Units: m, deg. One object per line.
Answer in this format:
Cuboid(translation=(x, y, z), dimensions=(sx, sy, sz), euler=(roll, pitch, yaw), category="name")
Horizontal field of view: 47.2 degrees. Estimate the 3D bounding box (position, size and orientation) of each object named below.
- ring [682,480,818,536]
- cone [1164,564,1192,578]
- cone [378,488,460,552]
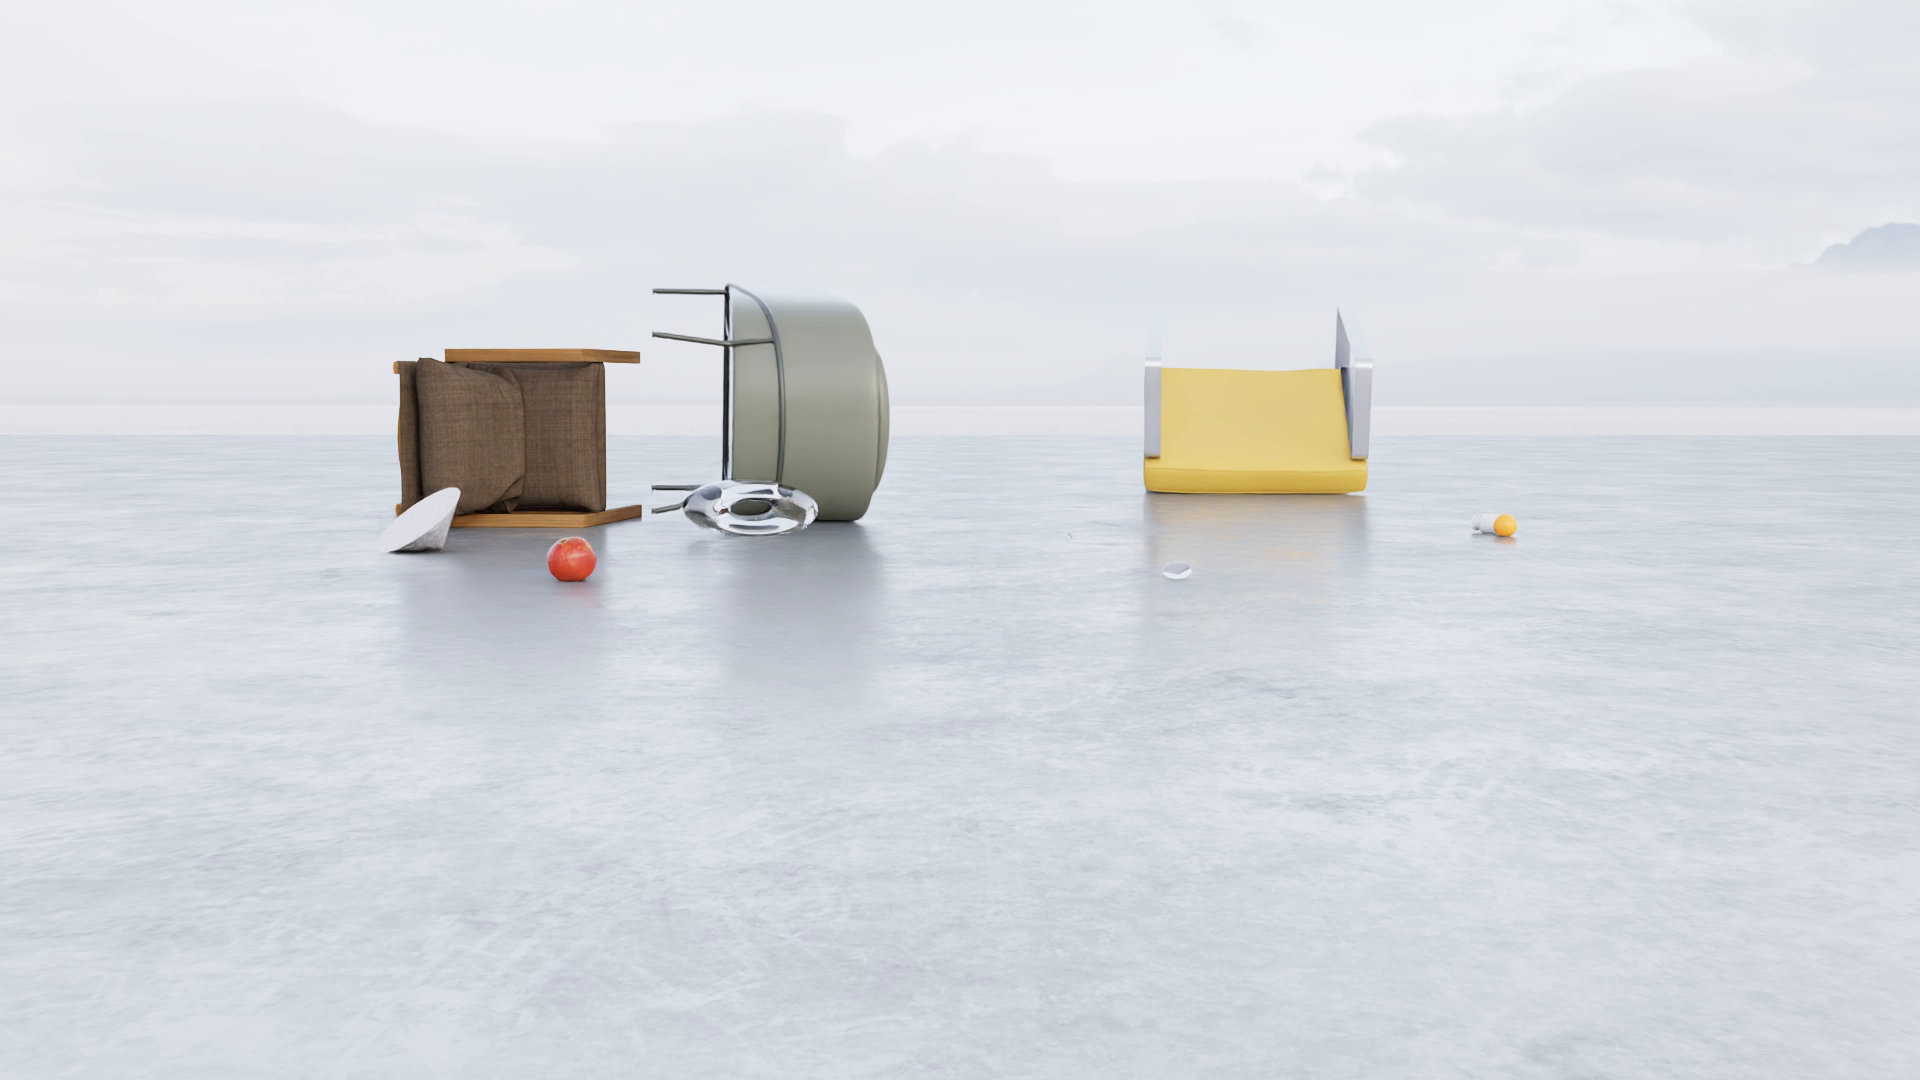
Cuboid(translation=(-0.640, -0.097, 6.723), dimensions=(0.420, 0.173, 0.153), euler=(1, 15, -16), category="ring")
Cuboid(translation=(0.519, 0.082, 5.229), dimensions=(0.067, 0.045, 0.029), euler=(0, -34, 16), category="cone")
Cuboid(translation=(-1.477, -0.015, 6.135), dimensions=(0.276, 0.109, 0.303), euler=(-43, 25, -19), category="cone")
